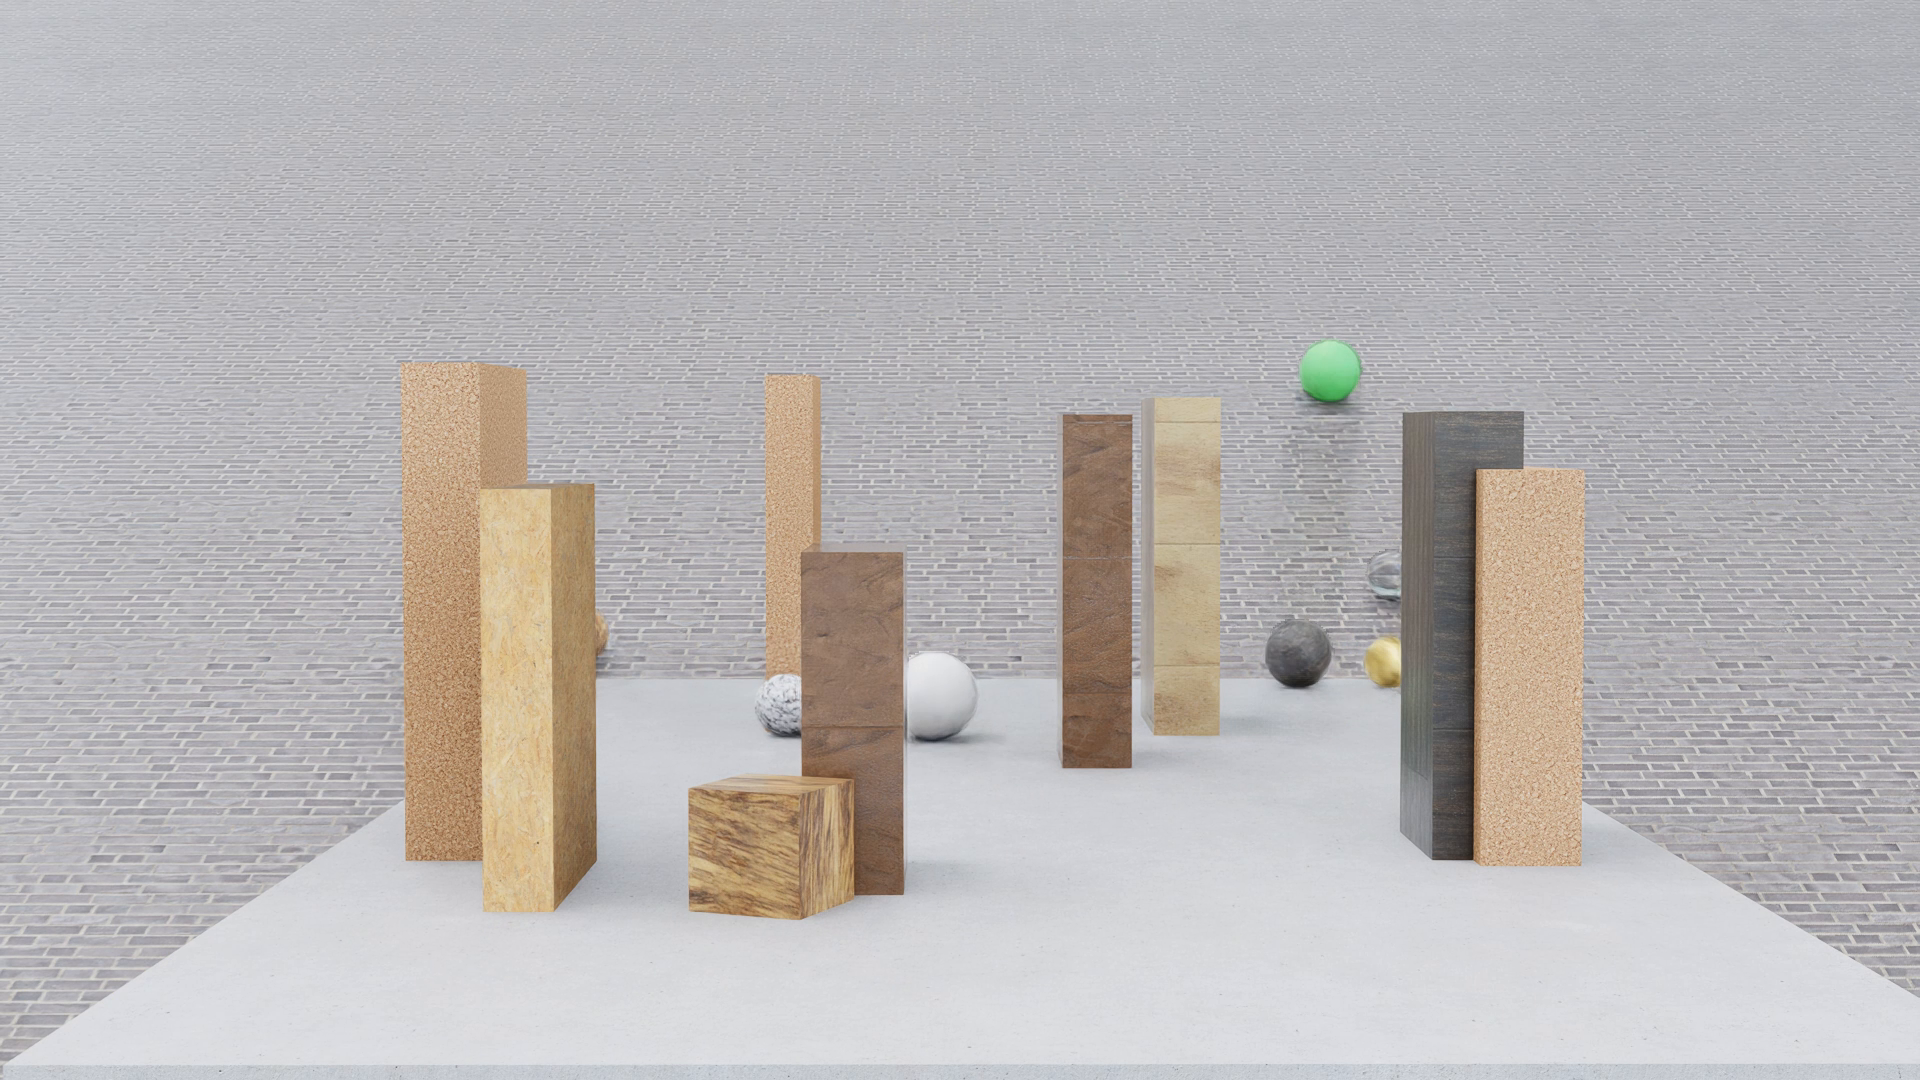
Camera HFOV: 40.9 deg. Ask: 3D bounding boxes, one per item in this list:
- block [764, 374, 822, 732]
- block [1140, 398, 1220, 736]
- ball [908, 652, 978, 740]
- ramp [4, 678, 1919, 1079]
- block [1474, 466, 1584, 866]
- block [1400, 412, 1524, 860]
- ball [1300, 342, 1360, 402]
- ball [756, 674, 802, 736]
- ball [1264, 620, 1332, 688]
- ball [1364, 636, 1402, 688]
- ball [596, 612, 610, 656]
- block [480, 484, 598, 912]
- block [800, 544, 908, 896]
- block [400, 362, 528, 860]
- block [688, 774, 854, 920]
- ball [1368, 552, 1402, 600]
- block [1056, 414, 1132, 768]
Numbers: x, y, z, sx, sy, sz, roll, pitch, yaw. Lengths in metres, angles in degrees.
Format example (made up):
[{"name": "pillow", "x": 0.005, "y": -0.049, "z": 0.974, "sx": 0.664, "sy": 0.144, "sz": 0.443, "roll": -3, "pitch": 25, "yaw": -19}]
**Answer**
[{"name": "block", "x": -0.355, "y": 0.022, "z": 5.522, "sx": 0.099, "sy": 0.744, "sz": 0.326, "roll": 0, "pitch": 2, "yaw": 0}, {"name": "block", "x": 0.467, "y": 0.047, "z": 5.485, "sx": 0.135, "sy": 0.696, "sz": 0.386, "roll": 0, "pitch": 2, "yaw": 0}, {"name": "ball", "x": -0.051, "y": 0.317, "z": 5.230, "sx": 0.178, "sy": 0.178, "sz": 0.178, "roll": 0, "pitch": 23, "yaw": 0}, {"name": "ramp", "x": 0.054, "y": 0.485, "z": 4.539, "sx": 2.000, "sy": 0.100, "sz": 4.000, "roll": 0, "pitch": 2, "yaw": 0}, {"name": "block", "x": 0.820, "y": 0.176, "z": 3.901, "sx": 0.145, "sy": 0.570, "sz": 0.426, "roll": 0, "pitch": 2, "yaw": 0}, {"name": "block", "x": 0.752, "y": 0.135, "z": 3.874, "sx": 0.129, "sy": 0.654, "sz": 0.272, "roll": 0, "pitch": 2, "yaw": 0}, {"name": "ball", "x": 1.243, "y": -0.566, "z": 8.650, "sx": 0.204, "sy": 0.204, "sz": 0.204, "roll": 0, "pitch": 23, "yaw": 0}, {"name": "ball", "x": -0.358, "y": 0.340, "z": 5.308, "sx": 0.127, "sy": 0.127, "sz": 0.127, "roll": 0, "pitch": 23, "yaw": 0}, {"name": "ball", "x": 0.828, "y": 0.280, "z": 6.303, "sx": 0.164, "sy": 0.164, "sz": 0.164, "roll": 0, "pitch": 23, "yaw": 0}, {"name": "ball", "x": 1.051, "y": 0.298, "z": 6.301, "sx": 0.127, "sy": 0.127, "sz": 0.127, "roll": 0, "pitch": 23, "yaw": 0}, {"name": "ball", "x": -1.002, "y": 0.250, "z": 6.829, "sx": 0.143, "sy": 0.143, "sz": 0.143, "roll": 0, "pitch": 23, "yaw": 0}, {"name": "block", "x": -0.575, "y": 0.201, "z": 3.541, "sx": 0.092, "sy": 0.550, "sz": 0.406, "roll": 0, "pitch": 2, "yaw": 0}, {"name": "block", "x": -0.145, "y": 0.242, "z": 3.600, "sx": 0.137, "sy": 0.463, "sz": 0.279, "roll": 0, "pitch": 2, "yaw": 0}, {"name": "block", "x": -0.752, "y": 0.097, "z": 3.943, "sx": 0.114, "sy": 0.725, "sz": 0.411, "roll": 0, "pitch": 2, "yaw": 0}, {"name": "block", "x": -0.248, "y": 0.402, "z": 3.393, "sx": 0.161, "sy": 0.161, "sz": 0.161, "roll": 1, "pitch": 3, "yaw": 23}, {"name": "ball", "x": 1.207, "y": 0.101, "z": 7.185, "sx": 0.137, "sy": 0.137, "sz": 0.137, "roll": 0, "pitch": 23, "yaw": 0}, {"name": "block", "x": 0.254, "y": 0.091, "z": 4.909, "sx": 0.129, "sy": 0.657, "sz": 0.281, "roll": 0, "pitch": 2, "yaw": 0}]
